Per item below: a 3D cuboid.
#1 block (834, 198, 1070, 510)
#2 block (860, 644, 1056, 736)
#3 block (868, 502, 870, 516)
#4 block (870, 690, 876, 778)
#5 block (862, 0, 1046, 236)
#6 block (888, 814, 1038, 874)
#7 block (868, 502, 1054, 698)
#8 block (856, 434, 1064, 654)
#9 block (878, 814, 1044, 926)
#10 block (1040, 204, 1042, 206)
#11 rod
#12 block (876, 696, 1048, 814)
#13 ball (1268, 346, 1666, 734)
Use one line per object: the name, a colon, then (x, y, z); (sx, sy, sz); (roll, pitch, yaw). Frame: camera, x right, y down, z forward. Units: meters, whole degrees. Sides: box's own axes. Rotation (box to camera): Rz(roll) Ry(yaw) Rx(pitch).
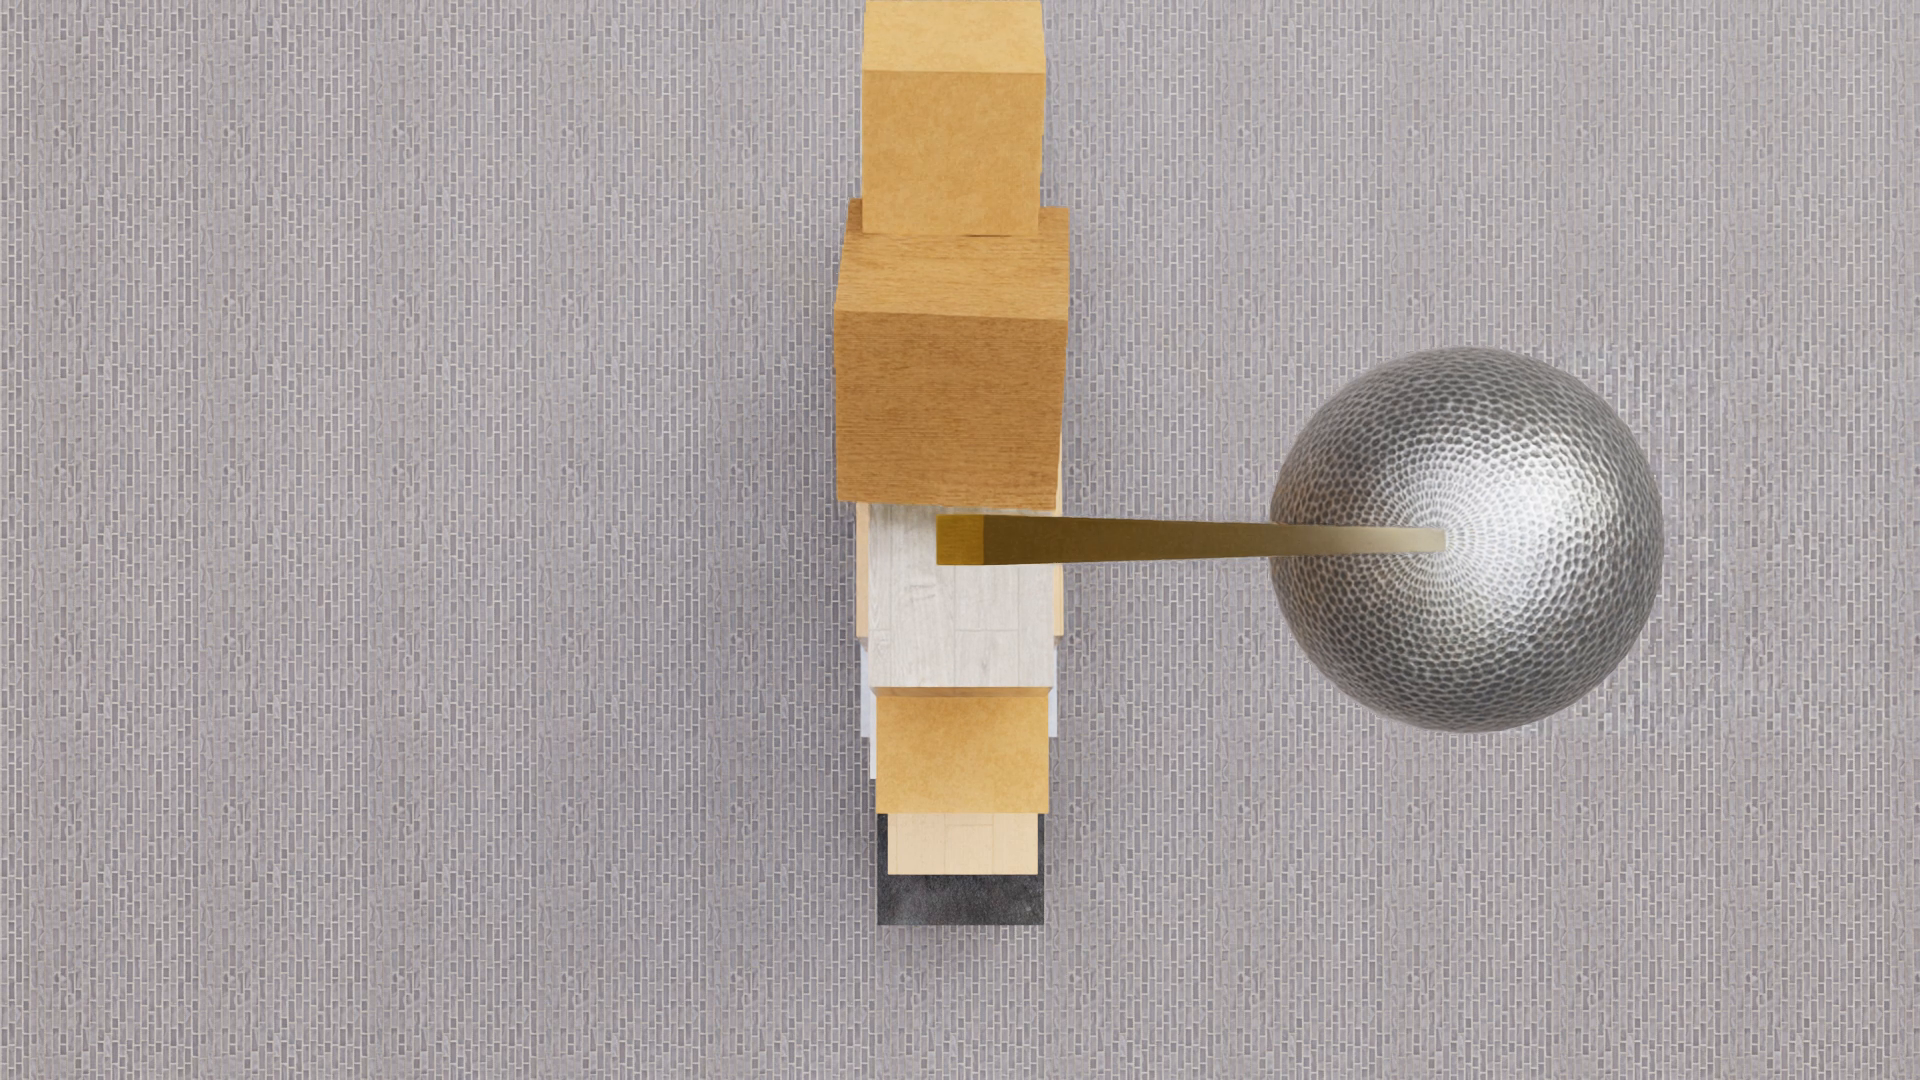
block: (-0.027, -0.696, 8.261); (0.822, 0.728, 0.874); (3, 131, 1)
block: (-0.006, 0.496, 11.739); (0.999, 1.060, 1.015); (0, 90, 0)
block: (0.001, -0.592, 9.190); (0.778, 0.714, 0.859); (0, 74, 0)
block: (-0.019, 0.770, 10.809); (0.811, 0.801, 0.719); (0, 90, 0)
block: (-0.030, -1.554, 8.072); (0.641, 0.557, 0.666); (1, 130, -1)
block: (0.014, 1.375, 11.750); (0.778, 0.635, 0.725); (0, 90, 0)
block: (0.004, 0.255, 9.033); (0.725, 0.803, 0.738); (0, 83, 0)
block: (-0.002, 0.037, 9.959); (0.887, 0.983, 0.876); (0, 83, 0)
block: (0.004, 1.673, 12.534); (0.916, 0.933, 0.882); (0, 90, 0)
block: (-0.008, -1.339, 11.751); (0.861, 0.841, 0.880); (0, 85, 0)
rod: (0.899, 0.000, 5.889); (0.080, 5.200, 0.080); (0, 90, 20)
block: (0.011, 0.867, 10.023); (0.755, 0.770, 0.662); (0, 90, 0)
ball: (2.074, 0.000, 9.079); (1.600, 1.600, 1.600); (0, 90, 0)
